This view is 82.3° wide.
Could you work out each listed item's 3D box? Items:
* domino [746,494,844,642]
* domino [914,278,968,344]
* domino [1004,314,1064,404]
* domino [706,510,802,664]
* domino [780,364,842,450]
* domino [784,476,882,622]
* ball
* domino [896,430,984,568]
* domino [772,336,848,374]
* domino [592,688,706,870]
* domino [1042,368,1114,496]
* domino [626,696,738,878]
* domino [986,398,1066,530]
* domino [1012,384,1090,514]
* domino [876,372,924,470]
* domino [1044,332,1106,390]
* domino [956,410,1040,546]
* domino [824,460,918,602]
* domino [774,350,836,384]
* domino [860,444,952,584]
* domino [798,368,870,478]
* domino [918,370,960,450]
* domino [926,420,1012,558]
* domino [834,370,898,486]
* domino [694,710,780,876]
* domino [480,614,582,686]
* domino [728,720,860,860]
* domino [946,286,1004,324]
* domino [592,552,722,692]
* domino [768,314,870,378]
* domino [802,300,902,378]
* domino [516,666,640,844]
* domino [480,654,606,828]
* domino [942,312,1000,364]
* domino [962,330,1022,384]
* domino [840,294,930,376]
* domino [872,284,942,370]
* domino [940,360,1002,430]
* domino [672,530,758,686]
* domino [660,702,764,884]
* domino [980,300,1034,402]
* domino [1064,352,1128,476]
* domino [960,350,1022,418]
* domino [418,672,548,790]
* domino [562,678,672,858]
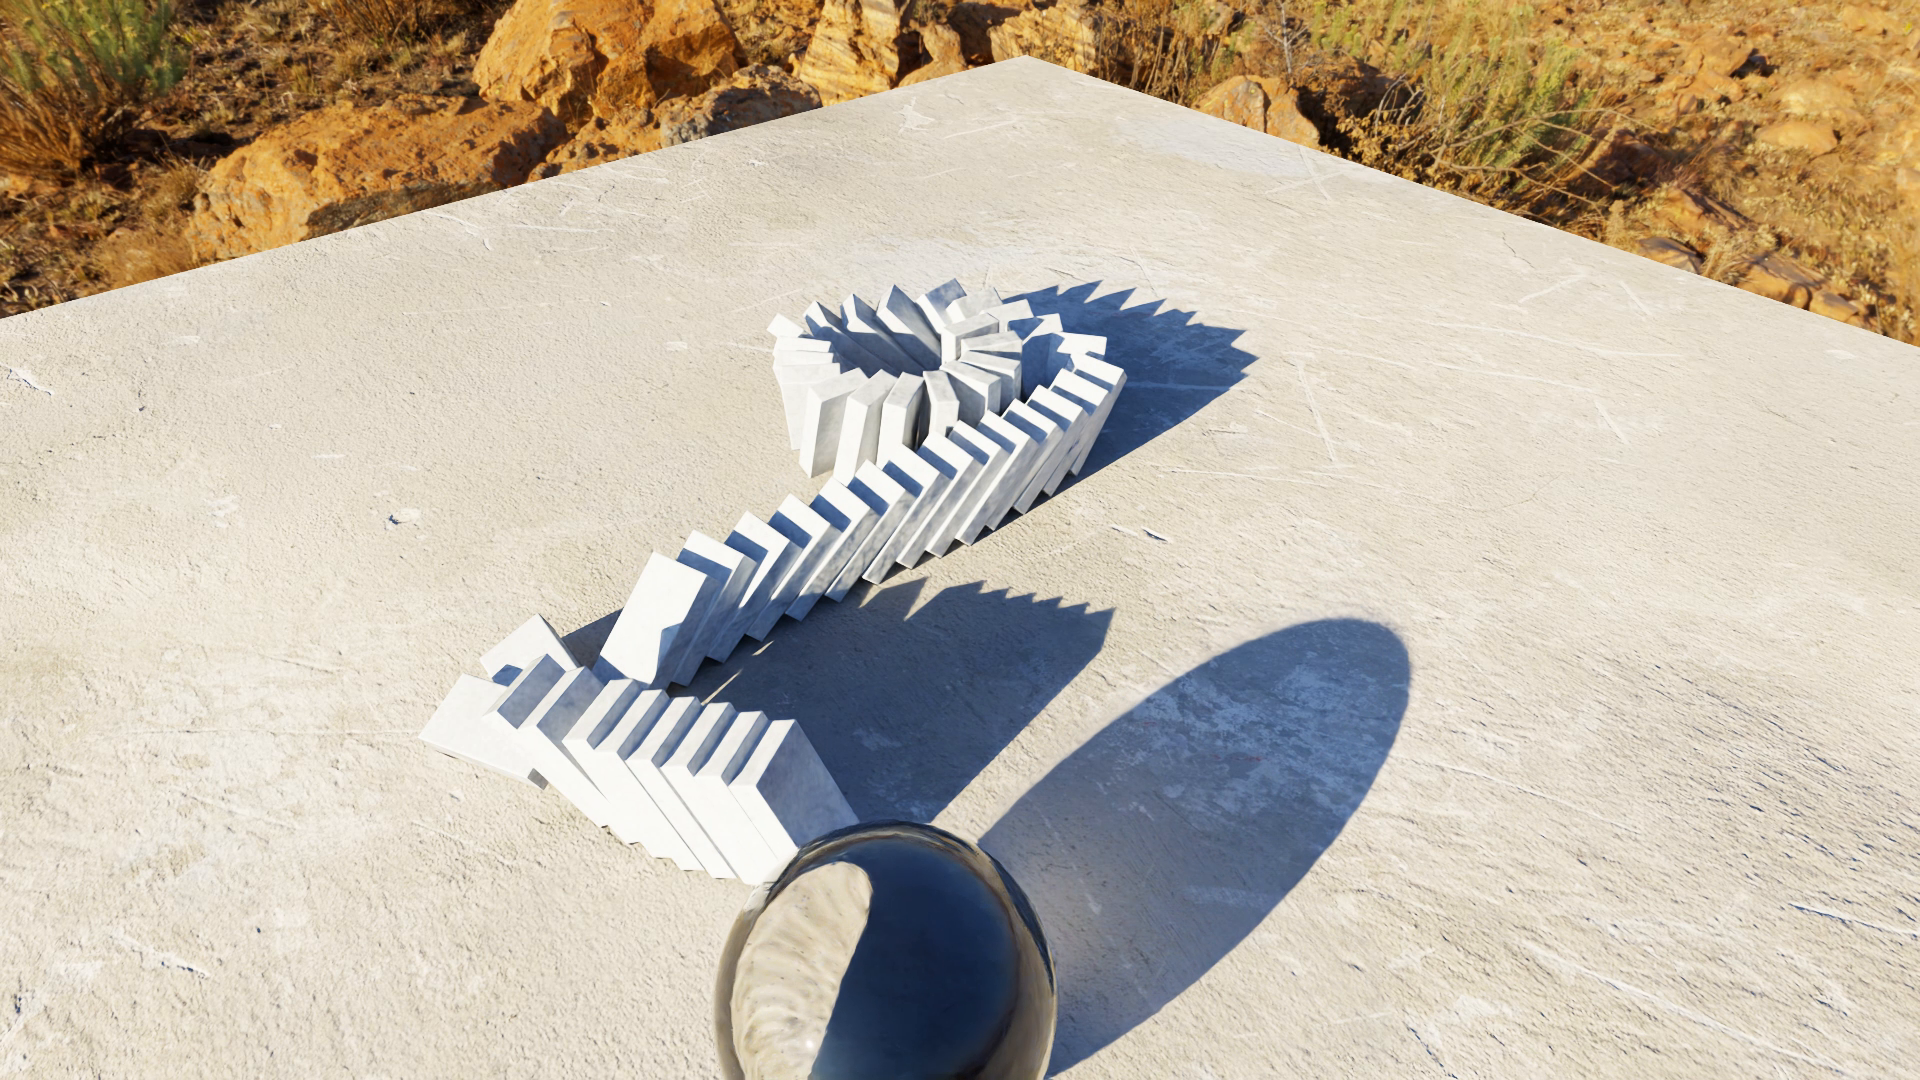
[{"bbox_3d":[-0.068,0.010,0.409,0.025,0.010,0.050,36,88,35],"label":"domino"},{"bbox_3d":[0.002,-0.103,0.544,0.025,0.010,0.050,-38,94,-39],"label":"domino"},{"bbox_3d":[0.039,-0.080,0.516,0.025,0.009,0.050,-11,82,-13],"label":"domino"},{"bbox_3d":[-0.082,0.017,0.401,0.025,0.009,0.050,32,85,33],"label":"domino"},{"bbox_3d":[-0.063,-0.058,0.482,0.025,0.050,0.010,-3,62,-4],"label":"domino"},{"bbox_3d":[-0.054,0.003,0.417,0.025,0.009,0.050,39,91,37],"label":"domino"},{"bbox_3d":[-0.017,0.107,0.258,0.080,0.080,0.080,0,39,0],"label":"ball"},{"bbox_3d":[-0.015,-0.016,0.438,0.025,0.009,0.050,39,95,36],"label":"domino"},{"bbox_3d":[-0.065,-0.076,0.506,0.025,0.050,0.010,9,73,14],"label":"domino"},{"bbox_3d":[-0.085,0.071,0.325,0.010,0.050,0.025,-8,34,29],"label":"domino"},{"bbox_3d":[0.042,-0.047,0.476,0.025,0.009,0.050,33,89,30],"label":"domino"},{"bbox_3d":[-0.075,0.073,0.323,0.010,0.050,0.025,-8,33,29],"label":"domino"},{"bbox_3d":[0.019,-0.032,0.459,0.025,0.010,0.050,37,91,37],"label":"domino"},{"bbox_3d":[0.030,-0.038,0.467,0.025,0.009,0.050,34,89,34],"label":"domino"},{"bbox_3d":[-0.026,-0.042,0.462,0.009,0.050,0.025,17,41,7],"label":"domino"},{"bbox_3d":[0.051,-0.068,0.502,0.025,0.010,0.050,8,83,8],"label":"domino"},{"bbox_3d":[0.008,-0.025,0.450,0.025,0.010,0.050,37,94,37],"label":"domino"},{"bbox_3d":[-0.041,-0.004,0.424,0.025,0.010,0.050,39,93,37],"label":"domino"},{"bbox_3d":[-0.066,-0.067,0.494,0.025,0.050,0.009,5,67,6],"label":"domino"},{"bbox_3d":[-0.028,-0.010,0.431,0.025,0.009,0.050,39,95,37],"label":"domino"},{"bbox_3d":[-0.054,-0.050,0.472,0.025,0.050,0.009,-26,65,-28],"label":"domino"},{"bbox_3d":[-0.010,-0.043,0.464,0.009,0.050,0.025,-4,39,-14],"label":"domino"},{"bbox_3d":[-0.004,-0.021,0.444,0.025,0.009,0.050,37,94,37],"label":"domino"},{"bbox_3d":[-0.040,-0.045,0.466,0.009,0.050,0.025,30,47,12],"label":"domino"},{"bbox_3d":[-0.055,0.076,0.318,0.010,0.050,0.025,-8,33,29],"label":"domino"},{"bbox_3d":[-0.143,0.049,0.377,0.025,0.009,0.050,-41,51,-13],"label":"domino"},{"bbox_3d":[-0.045,0.078,0.316,0.010,0.050,0.025,-8,33,29],"label":"domino"},{"bbox_3d":[0.017,-0.097,0.537,0.025,0.009,0.050,-26,87,-30],"label":"domino"},{"bbox_3d":[-0.106,0.032,0.382,0.025,0.010,0.050,21,79,25],"label":"domino"},{"bbox_3d":[-0.065,-0.088,0.522,0.025,0.050,0.009,38,95,44],"label":"domino"},{"bbox_3d":[-0.051,-0.094,0.531,0.009,0.050,0.025,-47,38,15],"label":"domino"},{"bbox_3d":[-0.107,0.065,0.334,0.010,0.050,0.025,-17,28,34],"label":"domino"},{"bbox_3d":[-0.119,0.062,0.340,0.010,0.050,0.025,-24,25,36],"label":"domino"},{"bbox_3d":[0.005,-0.077,0.505,0.025,0.050,0.010,-24,45,-26],"label":"domino"},{"bbox_3d":[0.014,-0.068,0.494,0.025,0.050,0.009,-13,41,-15],"label":"domino"},{"bbox_3d":[-0.036,-0.097,0.536,0.050,0.010,0.025,34,26,-32],"label":"domino"},{"bbox_3d":[-0.019,-0.100,0.541,0.050,0.010,0.025,40,34,-22],"label":"domino"},{"bbox_3d":[0.004,-0.050,0.472,0.025,0.050,0.009,26,43,28],"label":"domino"},{"bbox_3d":[-0.096,0.024,0.392,0.025,0.010,0.050,24,81,27],"label":"domino"},{"bbox_3d":[-0.065,0.074,0.321,0.009,0.050,0.025,-8,33,29],"label":"domino"},{"bbox_3d":[0.029,-0.088,0.528,0.025,0.009,0.050,-19,83,-21],"label":"domino"},{"bbox_3d":[0.051,-0.056,0.487,0.025,0.009,0.050,26,86,24],"label":"domino"},{"bbox_3d":[0.013,-0.056,0.480,0.025,0.050,0.009,14,41,17],"label":"domino"},{"bbox_3d":[-0.149,0.061,0.357,0.050,0.010,0.025,11,58,26],"label":"domino"},{"bbox_3d":[-0.094,0.068,0.328,0.009,0.050,0.025,-8,33,29],"label":"domino"}]
